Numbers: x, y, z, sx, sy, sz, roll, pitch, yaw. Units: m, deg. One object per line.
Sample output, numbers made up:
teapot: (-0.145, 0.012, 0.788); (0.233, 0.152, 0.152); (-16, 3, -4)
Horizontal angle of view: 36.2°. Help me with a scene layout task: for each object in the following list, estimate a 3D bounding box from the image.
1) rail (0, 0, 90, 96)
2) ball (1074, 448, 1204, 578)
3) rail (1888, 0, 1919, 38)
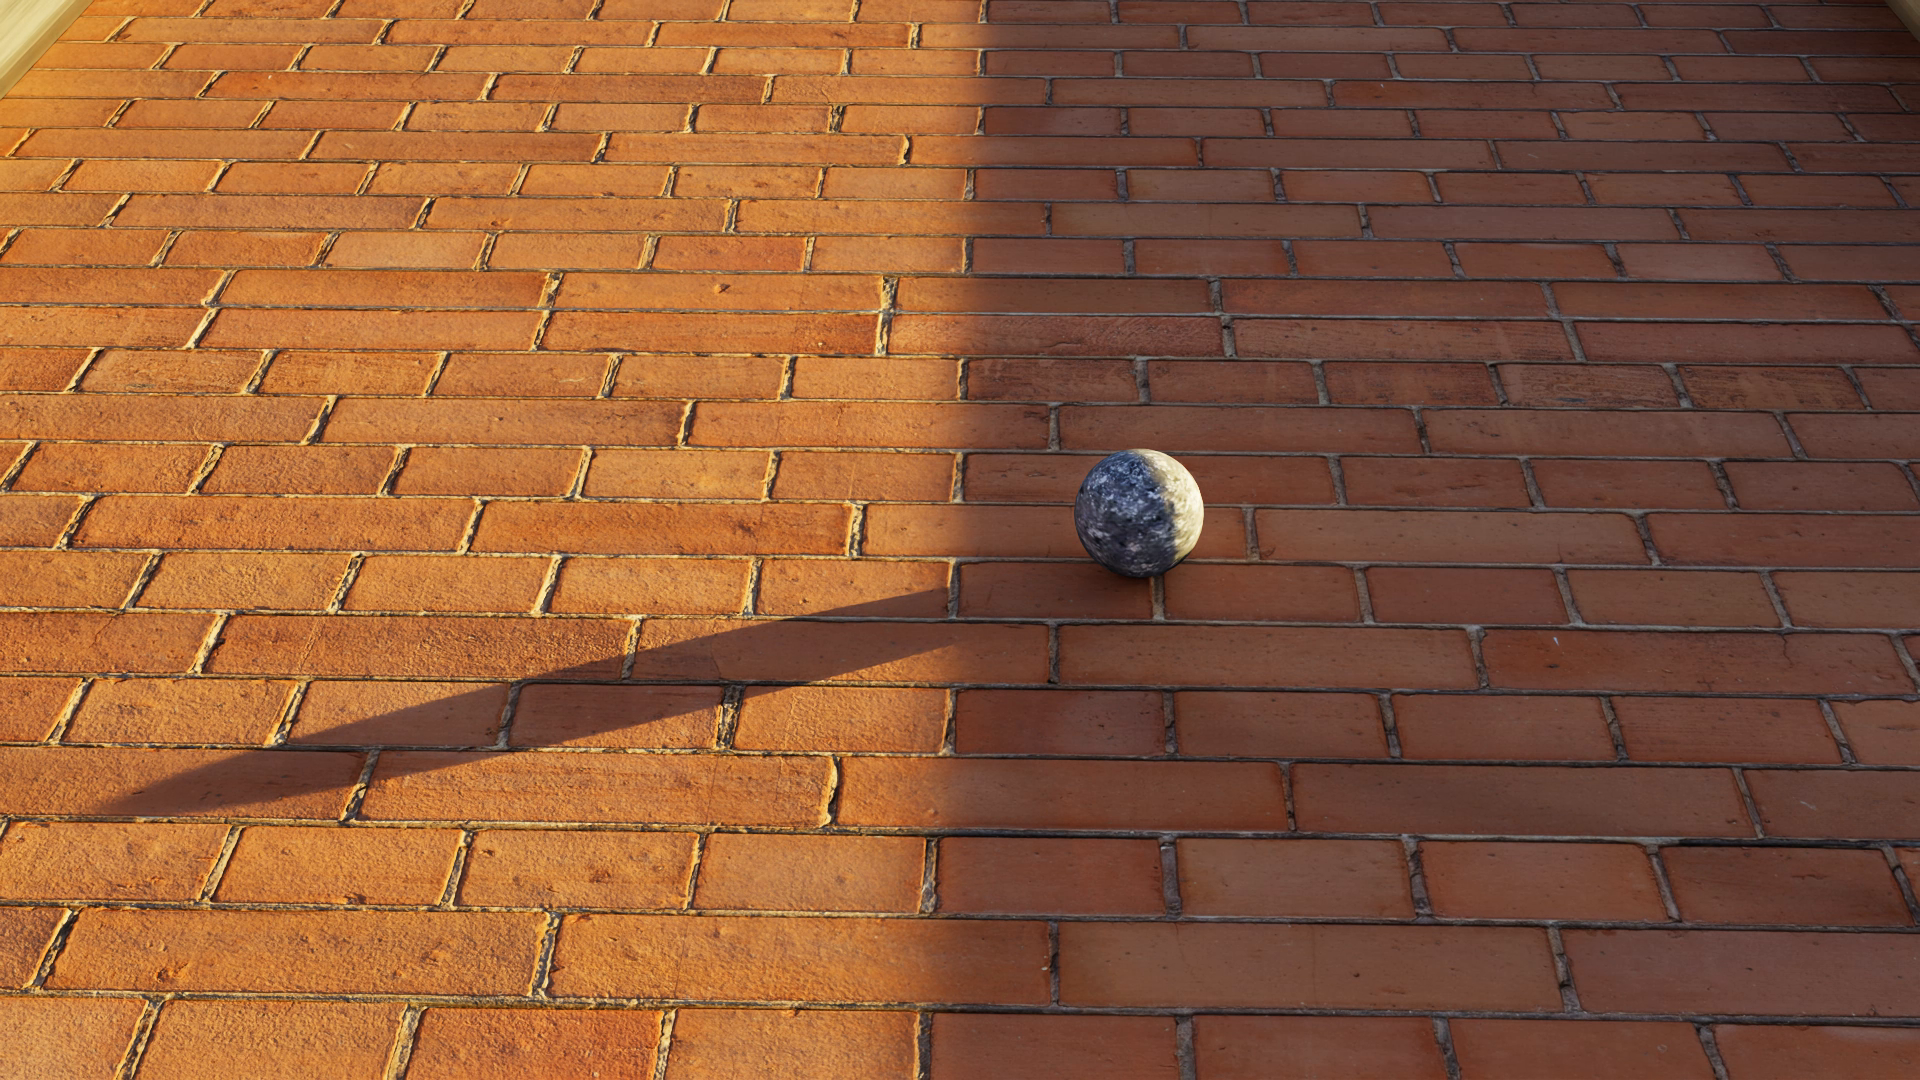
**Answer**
rail: (-0.827, -0.410, 2.506); (0.045, 0.121, 3.230); (1, 28, 1)
ball: (0.110, -0.016, 1.805); (0.080, 0.080, 0.080); (0, 28, 0)
rail: (0.866, -0.392, 2.471); (0.045, 0.121, 3.230); (1, 28, 1)
